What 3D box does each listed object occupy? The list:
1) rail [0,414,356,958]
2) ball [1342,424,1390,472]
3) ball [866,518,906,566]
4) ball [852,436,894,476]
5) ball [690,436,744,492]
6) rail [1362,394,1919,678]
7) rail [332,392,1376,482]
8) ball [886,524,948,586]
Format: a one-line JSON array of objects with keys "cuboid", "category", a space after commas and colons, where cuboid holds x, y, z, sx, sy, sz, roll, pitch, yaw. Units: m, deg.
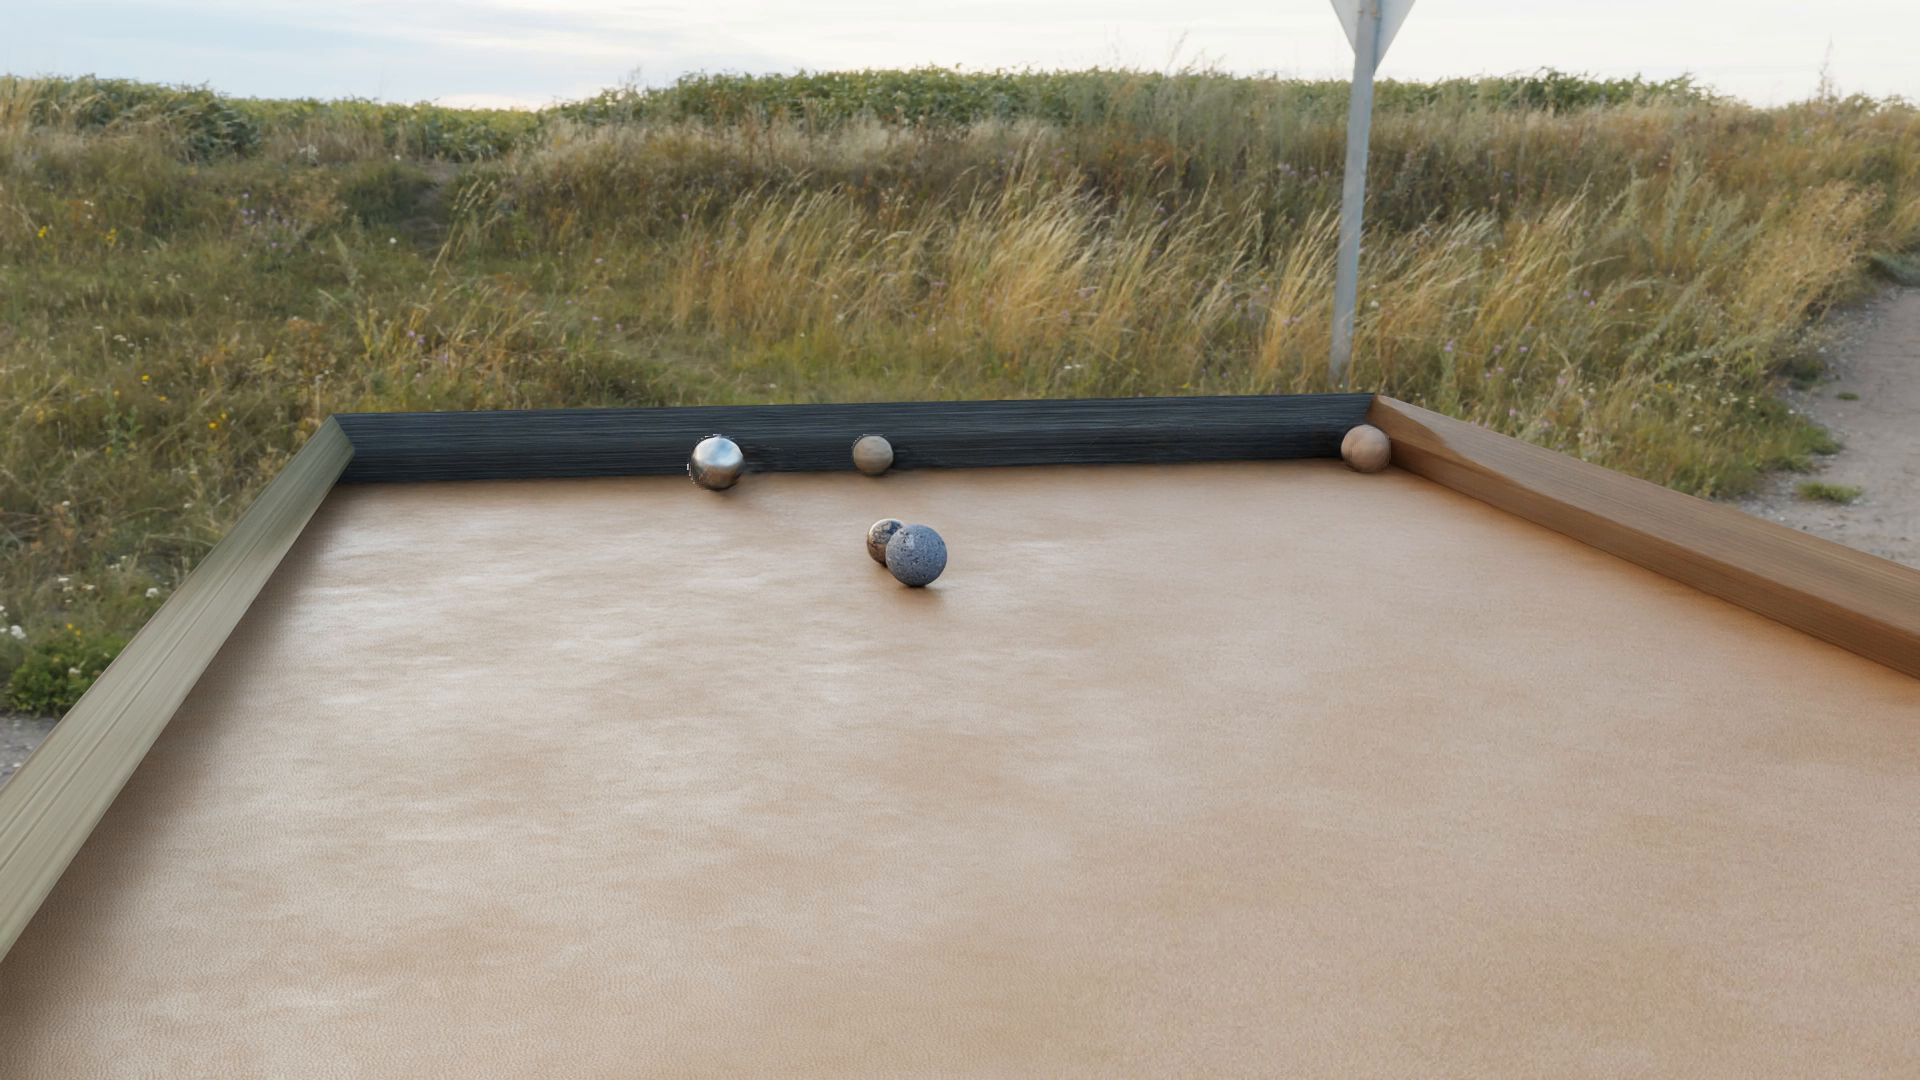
[{"cuboid": [-0.796, 0.183, 2.125, 0.045, 0.126, 3.908, -2, 11, -9], "category": "rail"}, {"cuboid": [0.764, -0.172, 4.145, 0.090, 0.090, 0.090, 0, 10, 0], "category": "ball"}, {"cuboid": [-0.104, 0.003, 3.253, 0.070, 0.070, 0.070, 0, 10, 0], "category": "ball"}, {"cuboid": [-0.163, -0.158, 4.108, 0.076, 0.076, 0.076, 0, 10, 0], "category": "ball"}, {"cuboid": [-0.434, -0.135, 3.929, 0.097, 0.097, 0.097, 0, 10, 0], "category": "ball"}, {"cuboid": [1.123, 0.123, 2.446, 0.045, 0.126, 3.908, -2, 11, -9], "category": "rail"}, {"cuboid": [-0.160, -0.193, 4.157, 1.994, 0.126, 0.045, -2, 11, -9], "category": "rail"}, {"cuboid": [-0.062, 0.022, 3.106, 0.088, 0.088, 0.088, 0, 10, 0], "category": "ball"}]
